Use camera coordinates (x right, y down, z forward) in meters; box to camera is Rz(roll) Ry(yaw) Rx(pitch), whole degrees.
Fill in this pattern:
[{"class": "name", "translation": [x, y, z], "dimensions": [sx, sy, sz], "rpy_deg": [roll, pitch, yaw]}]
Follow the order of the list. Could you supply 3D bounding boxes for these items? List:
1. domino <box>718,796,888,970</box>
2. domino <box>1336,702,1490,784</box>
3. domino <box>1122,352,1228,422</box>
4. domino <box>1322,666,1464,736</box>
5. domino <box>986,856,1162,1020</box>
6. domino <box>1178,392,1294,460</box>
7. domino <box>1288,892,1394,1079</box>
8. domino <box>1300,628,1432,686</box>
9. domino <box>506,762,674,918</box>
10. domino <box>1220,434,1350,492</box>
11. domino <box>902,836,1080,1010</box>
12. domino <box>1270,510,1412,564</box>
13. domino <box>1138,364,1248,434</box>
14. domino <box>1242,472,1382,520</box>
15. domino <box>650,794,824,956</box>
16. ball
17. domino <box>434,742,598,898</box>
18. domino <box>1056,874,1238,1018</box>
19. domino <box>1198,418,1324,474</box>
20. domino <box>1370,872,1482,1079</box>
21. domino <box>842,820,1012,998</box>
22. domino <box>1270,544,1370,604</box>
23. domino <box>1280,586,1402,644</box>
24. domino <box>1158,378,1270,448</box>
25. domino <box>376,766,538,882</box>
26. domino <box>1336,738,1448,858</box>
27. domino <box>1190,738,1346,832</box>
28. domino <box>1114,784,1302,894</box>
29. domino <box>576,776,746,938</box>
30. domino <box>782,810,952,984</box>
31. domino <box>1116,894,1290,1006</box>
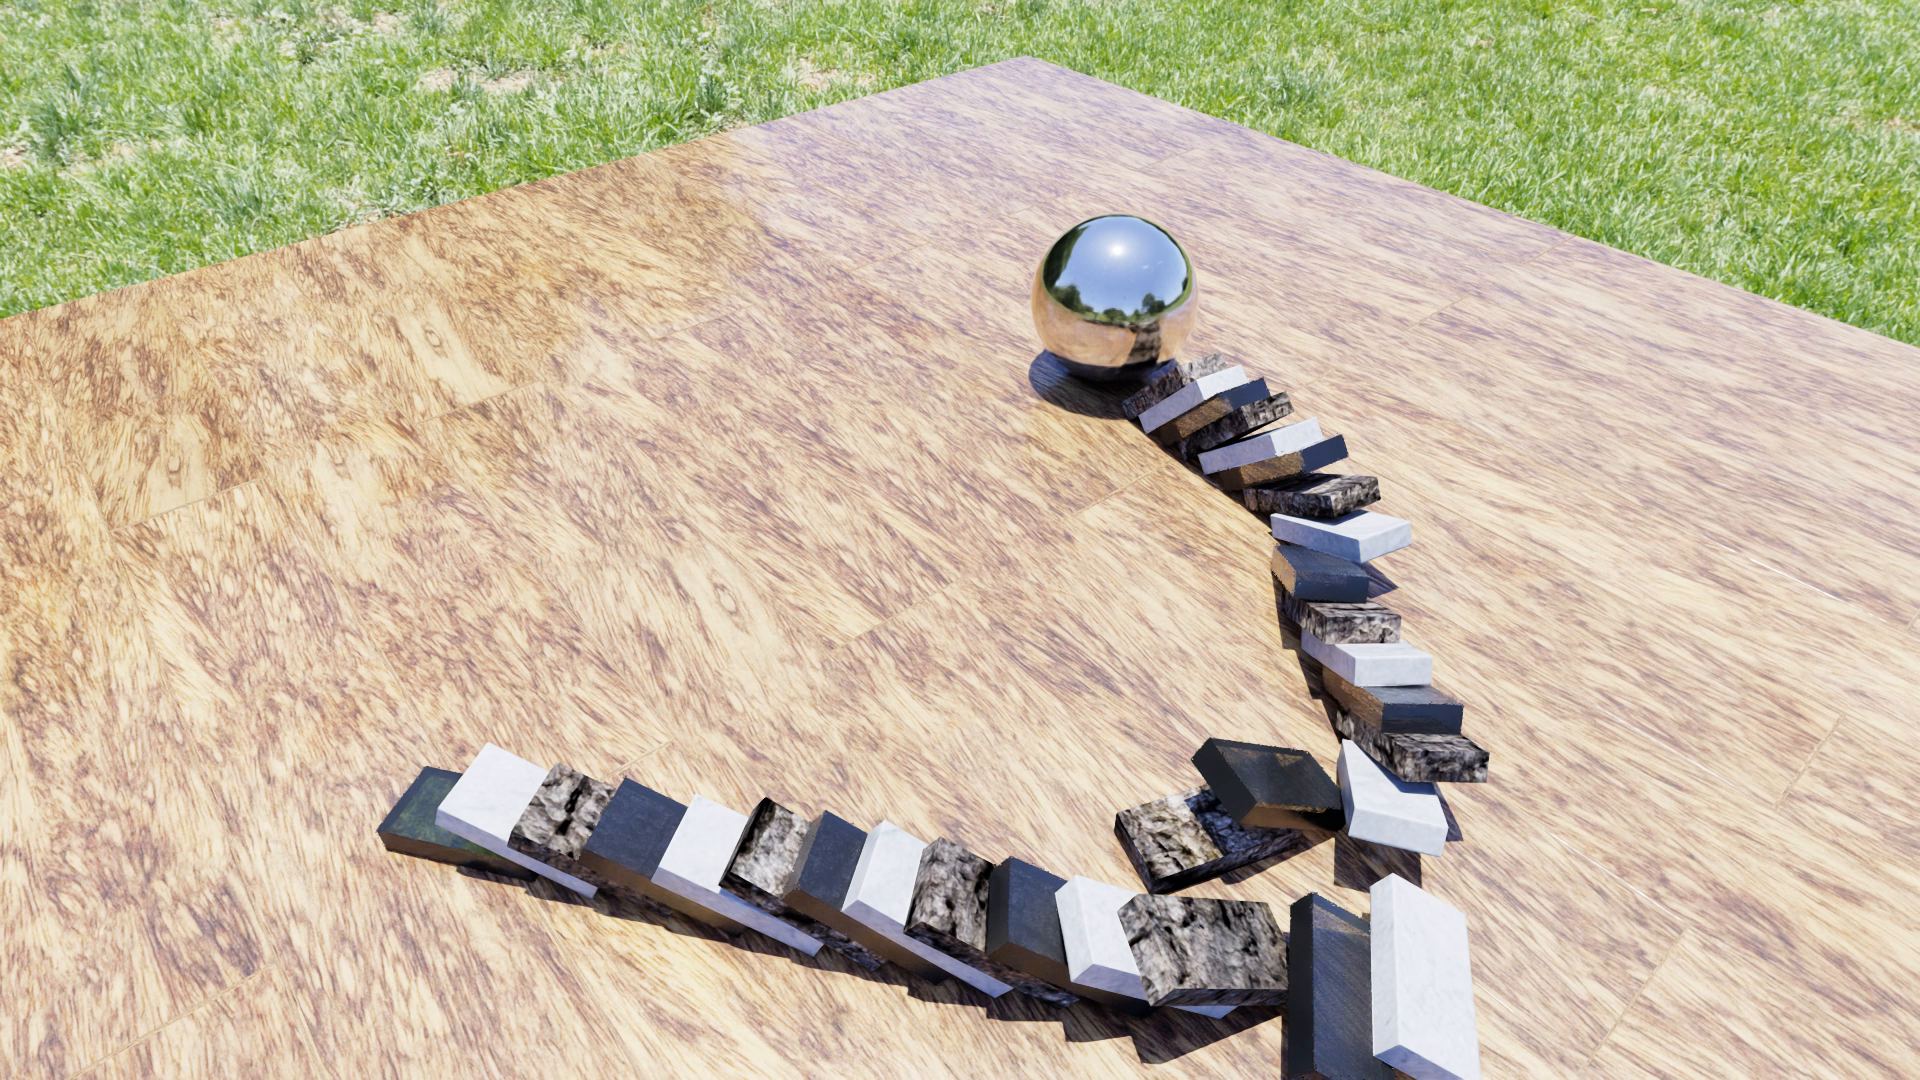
[{"class": "domino", "translation": [-0.039, 0.096, 0.307], "dimensions": [0.050, 0.009, 0.025], "rpy_deg": [33, 40, -11]}, {"class": "domino", "translation": [0.141, 0.063, 0.346], "dimensions": [0.025, 0.010, 0.050], "rpy_deg": [2, 8, -4]}, {"class": "domino", "translation": [0.097, -0.070, 0.502], "dimensions": [0.025, 0.050, 0.009], "rpy_deg": [-20, 86, -23]}, {"class": "domino", "translation": [0.140, 0.051, 0.361], "dimensions": [0.025, 0.010, 0.050], "rpy_deg": [2, 8, -3]}, {"class": "domino", "translation": [0.031, 0.106, 0.294], "dimensions": [0.050, 0.010, 0.025], "rpy_deg": [28, 36, -18]}, {"class": "domino", "translation": [0.119, -0.049, 0.477], "dimensions": [0.025, 0.050, 0.009], "rpy_deg": [-20, 86, -23]}, {"class": "domino", "translation": [0.099, 0.121, 0.287], "dimensions": [0.025, 0.009, 0.050], "rpy_deg": [31, 41, -8]}, {"class": "domino", "translation": [0.138, 0.038, 0.377], "dimensions": [0.025, 0.010, 0.050], "rpy_deg": [-1, 8, -2]}, {"class": "domino", "translation": [-0.102, 0.087, 0.321], "dimensions": [0.050, 0.009, 0.025], "rpy_deg": [27, 41, -6]}, {"class": "domino", "translation": [0.134, -0.032, 0.458], "dimensions": [0.025, 0.009, 0.050], "rpy_deg": [-20, 3, -24]}, {"class": "domino", "translation": [0.011, 0.103, 0.296], "dimensions": [0.050, 0.010, 0.025], "rpy_deg": [31, 41, -14]}, {"class": "domino", "translation": [0.149, -0.004, 0.433], "dimensions": [0.025, 0.010, 0.050], "rpy_deg": [-17, 18, -20]}, {"class": "domino", "translation": [0.104, -0.063, 0.493], "dimensions": [0.025, 0.050, 0.009], "rpy_deg": [-20, 86, -23]}, {"class": "domino", "translation": [0.142, -0.019, 0.448], "dimensions": [0.025, 0.010, 0.050], "rpy_deg": [-20, 14, -23]}, {"class": "domino", "translation": [-0.058, 0.095, 0.312], "dimensions": [0.050, 0.010, 0.025], "rpy_deg": [27, 41, -7]}, {"class": "ball", "translation": [0.074, -0.115, 0.529], "dimensions": [0.080, 0.080, 0.080], "rpy_deg": [0, 39, 0]}, {"class": "domino", "translation": [-0.125, 0.083, 0.326], "dimensions": [0.050, 0.009, 0.025], "rpy_deg": [28, 41, -5]}, {"class": "domino", "translation": [0.050, 0.108, 0.291], "dimensions": [0.050, 0.009, 0.025], "rpy_deg": [23, 34, -24]}, {"class": "domino", "translation": [0.127, -0.040, 0.468], "dimensions": [0.025, 0.009, 0.050], "rpy_deg": [-20, 3, -23]}, {"class": "domino", "translation": [0.123, 0.117, 0.292], "dimensions": [0.025, 0.010, 0.050], "rpy_deg": [30, 41, -6]}, {"class": "domino", "translation": [-0.006, 0.101, 0.300], "dimensions": [0.050, 0.010, 0.025], "rpy_deg": [33, 41, -12]}, {"class": "domino", "translation": [0.133, 0.012, 0.411], "dimensions": [0.025, 0.010, 0.050], "rpy_deg": [5, 11, 6]}, {"class": "domino", "translation": [0.135, 0.026, 0.393], "dimensions": [0.025, 0.010, 0.050], "rpy_deg": [-1, 9, -1]}, {"class": "domino", "translation": [0.111, -0.056, 0.485], "dimensions": [0.025, 0.050, 0.009], "rpy_deg": [-20, 86, -23]}, {"class": "domino", "translation": [-0.148, 0.087, 0.338], "dimensions": [0.050, 0.010, 0.025], "rpy_deg": [9, 40, 11]}, {"class": "domino", "translation": [0.130, 0.077, 0.333], "dimensions": [0.025, 0.009, 0.050], "rpy_deg": [11, 15, 13]}, {"class": "domino", "translation": [0.095, 0.074, 0.332], "dimensions": [0.050, 0.009, 0.025], "rpy_deg": [14, 29, -37]}, {"class": "domino", "translation": [0.075, 0.089, 0.335], "dimensions": [0.050, 0.010, 0.025], "rpy_deg": [-13, 41, -16]}, {"class": "domino", "translation": [-0.080, 0.091, 0.316], "dimensions": [0.050, 0.010, 0.025], "rpy_deg": [28, 41, -6]}, {"class": "domino", "translation": [-0.022, 0.098, 0.303], "dimensions": [0.050, 0.010, 0.025], "rpy_deg": [33, 39, -12]}, {"class": "domino", "translation": [0.067, 0.108, 0.290], "dimensions": [0.050, 0.010, 0.025], "rpy_deg": [15, 38, -32]}]
